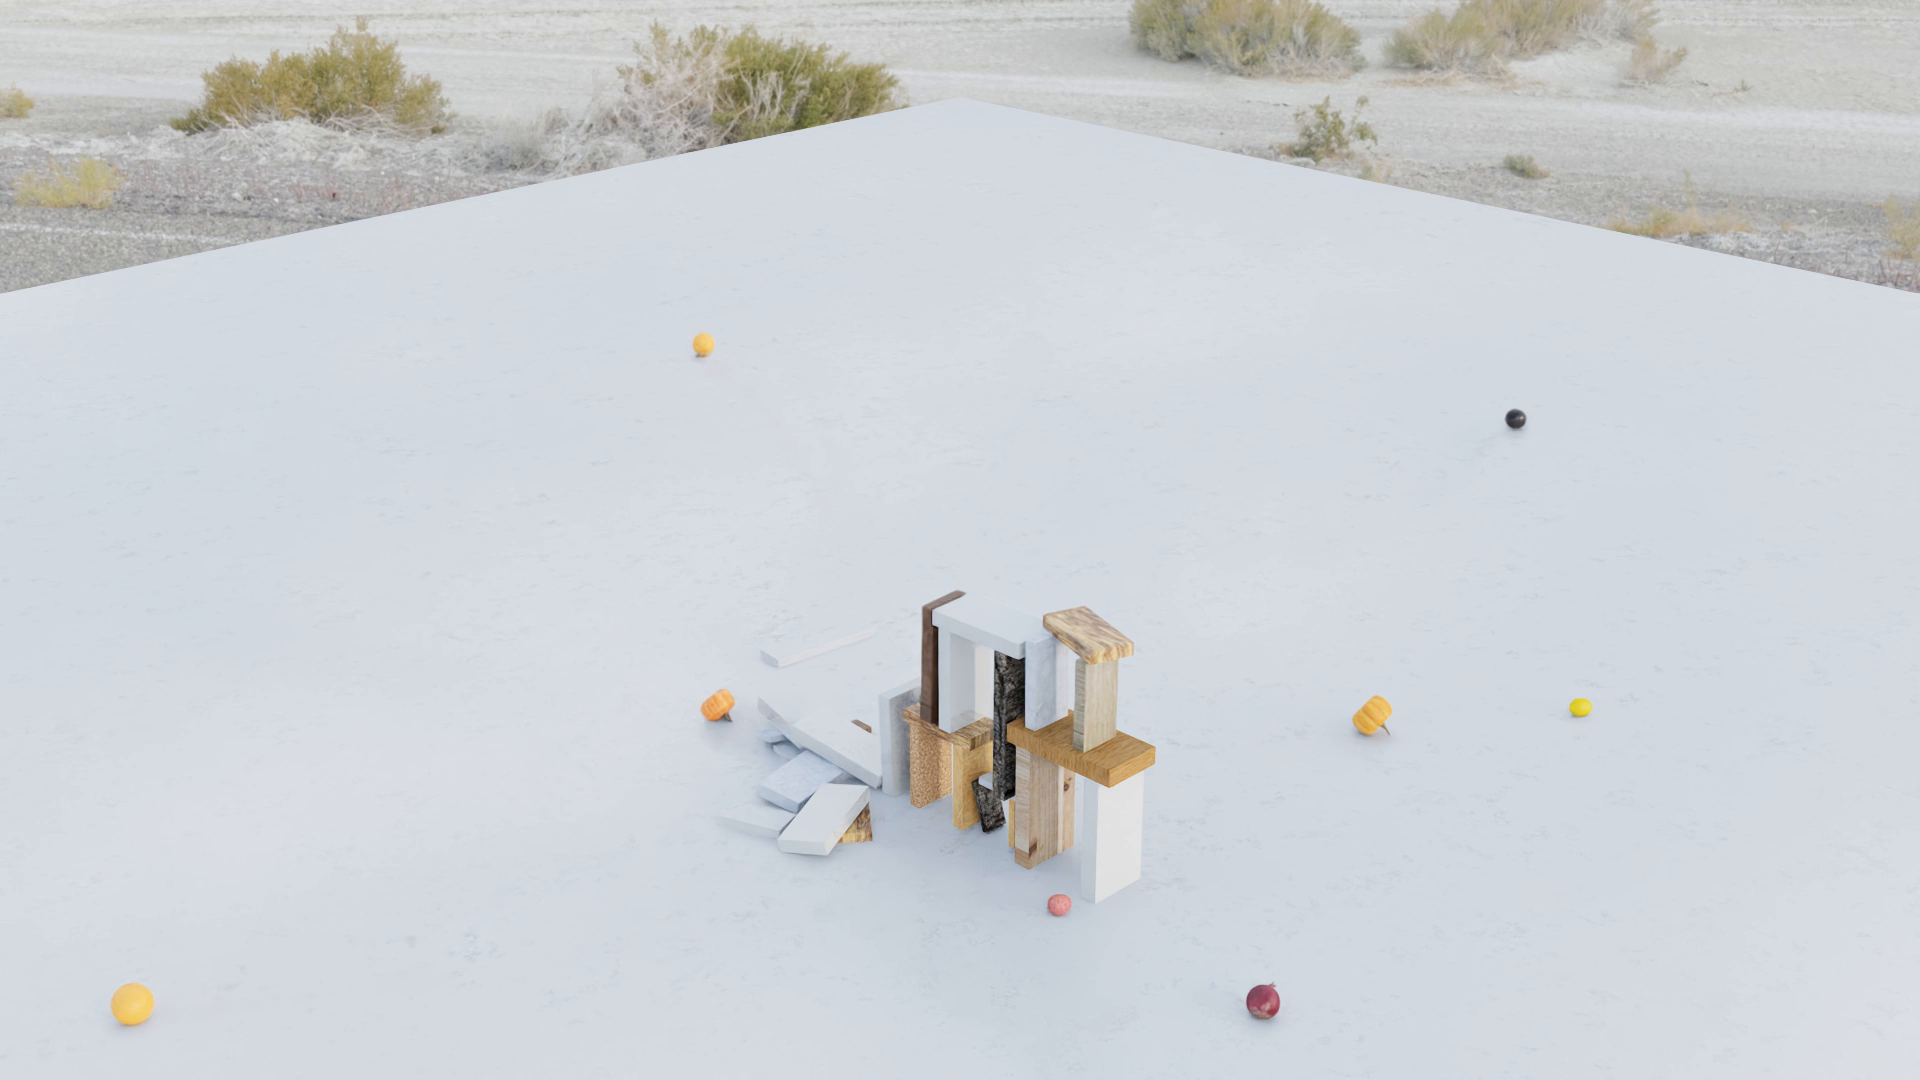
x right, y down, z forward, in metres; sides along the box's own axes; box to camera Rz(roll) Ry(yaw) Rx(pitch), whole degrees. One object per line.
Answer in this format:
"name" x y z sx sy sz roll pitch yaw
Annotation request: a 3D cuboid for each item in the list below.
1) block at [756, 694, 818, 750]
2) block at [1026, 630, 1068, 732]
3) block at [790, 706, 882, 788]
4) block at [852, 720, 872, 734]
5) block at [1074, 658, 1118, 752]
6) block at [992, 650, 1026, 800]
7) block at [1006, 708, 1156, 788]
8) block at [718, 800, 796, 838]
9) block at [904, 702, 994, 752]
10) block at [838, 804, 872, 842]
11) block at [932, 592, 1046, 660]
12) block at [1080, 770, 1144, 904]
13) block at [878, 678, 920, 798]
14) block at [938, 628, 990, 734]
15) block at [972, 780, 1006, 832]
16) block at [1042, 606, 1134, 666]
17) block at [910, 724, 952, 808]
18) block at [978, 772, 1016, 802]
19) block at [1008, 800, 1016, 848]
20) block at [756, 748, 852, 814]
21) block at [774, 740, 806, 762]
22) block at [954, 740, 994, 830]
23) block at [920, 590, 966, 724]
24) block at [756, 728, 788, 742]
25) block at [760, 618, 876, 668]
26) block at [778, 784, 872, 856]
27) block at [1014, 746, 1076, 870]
"block" -0.340 0.389 4.744 0.111 0.031 0.222 -2 19 -30
"block" 0.164 0.260 4.155 0.026 0.183 0.091 20 30 41
"block" -0.234 0.432 4.605 0.222 0.031 0.111 29 31 19
"block" -0.247 0.418 4.757 0.102 0.014 0.051 -19 30 -38
"block" 0.252 0.294 4.075 0.026 0.183 0.091 21 31 40
"block" 0.114 0.342 4.243 0.032 0.315 0.112 21 31 40
"block" 0.227 0.384 4.145 0.259 0.037 0.130 21 31 40
"block" -0.407 0.560 4.415 0.143 0.020 0.072 11 25 23
"block" -0.015 0.364 4.394 0.185 0.026 0.093 21 31 41
"block" -0.216 0.561 4.414 0.072 0.020 0.143 -2 23 -5
"block" 0.067 0.164 4.218 0.224 0.032 0.112 20 30 39
"block" 0.288 0.544 4.147 0.130 0.259 0.037 -21 31 -41
"block" -0.112 0.405 4.519 0.111 0.222 0.031 -21 29 -41
"block" 0.009 0.257 4.326 0.032 0.224 0.112 21 31 40
"block" 0.058 0.524 4.390 0.053 0.106 0.015 -21 13 -41
"block" 0.237 0.176 4.087 0.091 0.026 0.183 -11 25 -24
"block" -0.059 0.444 4.476 0.026 0.185 0.093 21 31 41
"block" 0.094 0.483 4.331 0.053 0.015 0.106 -21 31 -41
"block" 0.120 0.548 4.333 0.053 0.106 0.015 -21 31 -40
"block" -0.315 0.492 4.544 0.104 0.029 0.208 23 31 25
"block" -0.350 0.455 4.670 0.051 0.014 0.102 -14 27 -29
"block" 0.028 0.479 4.395 0.026 0.185 0.093 21 31 41
"block" -0.031 0.231 4.353 0.029 0.250 0.104 21 31 36
"block" -0.381 0.416 4.728 0.102 0.014 0.051 -6 13 -39
"block" -0.332 0.240 5.169 0.281 0.020 0.072 -18 29 -36
"block" -0.269 0.554 4.374 0.104 0.029 0.208 0 26 25
"block" 0.165 0.496 4.259 0.037 0.259 0.130 21 31 41
